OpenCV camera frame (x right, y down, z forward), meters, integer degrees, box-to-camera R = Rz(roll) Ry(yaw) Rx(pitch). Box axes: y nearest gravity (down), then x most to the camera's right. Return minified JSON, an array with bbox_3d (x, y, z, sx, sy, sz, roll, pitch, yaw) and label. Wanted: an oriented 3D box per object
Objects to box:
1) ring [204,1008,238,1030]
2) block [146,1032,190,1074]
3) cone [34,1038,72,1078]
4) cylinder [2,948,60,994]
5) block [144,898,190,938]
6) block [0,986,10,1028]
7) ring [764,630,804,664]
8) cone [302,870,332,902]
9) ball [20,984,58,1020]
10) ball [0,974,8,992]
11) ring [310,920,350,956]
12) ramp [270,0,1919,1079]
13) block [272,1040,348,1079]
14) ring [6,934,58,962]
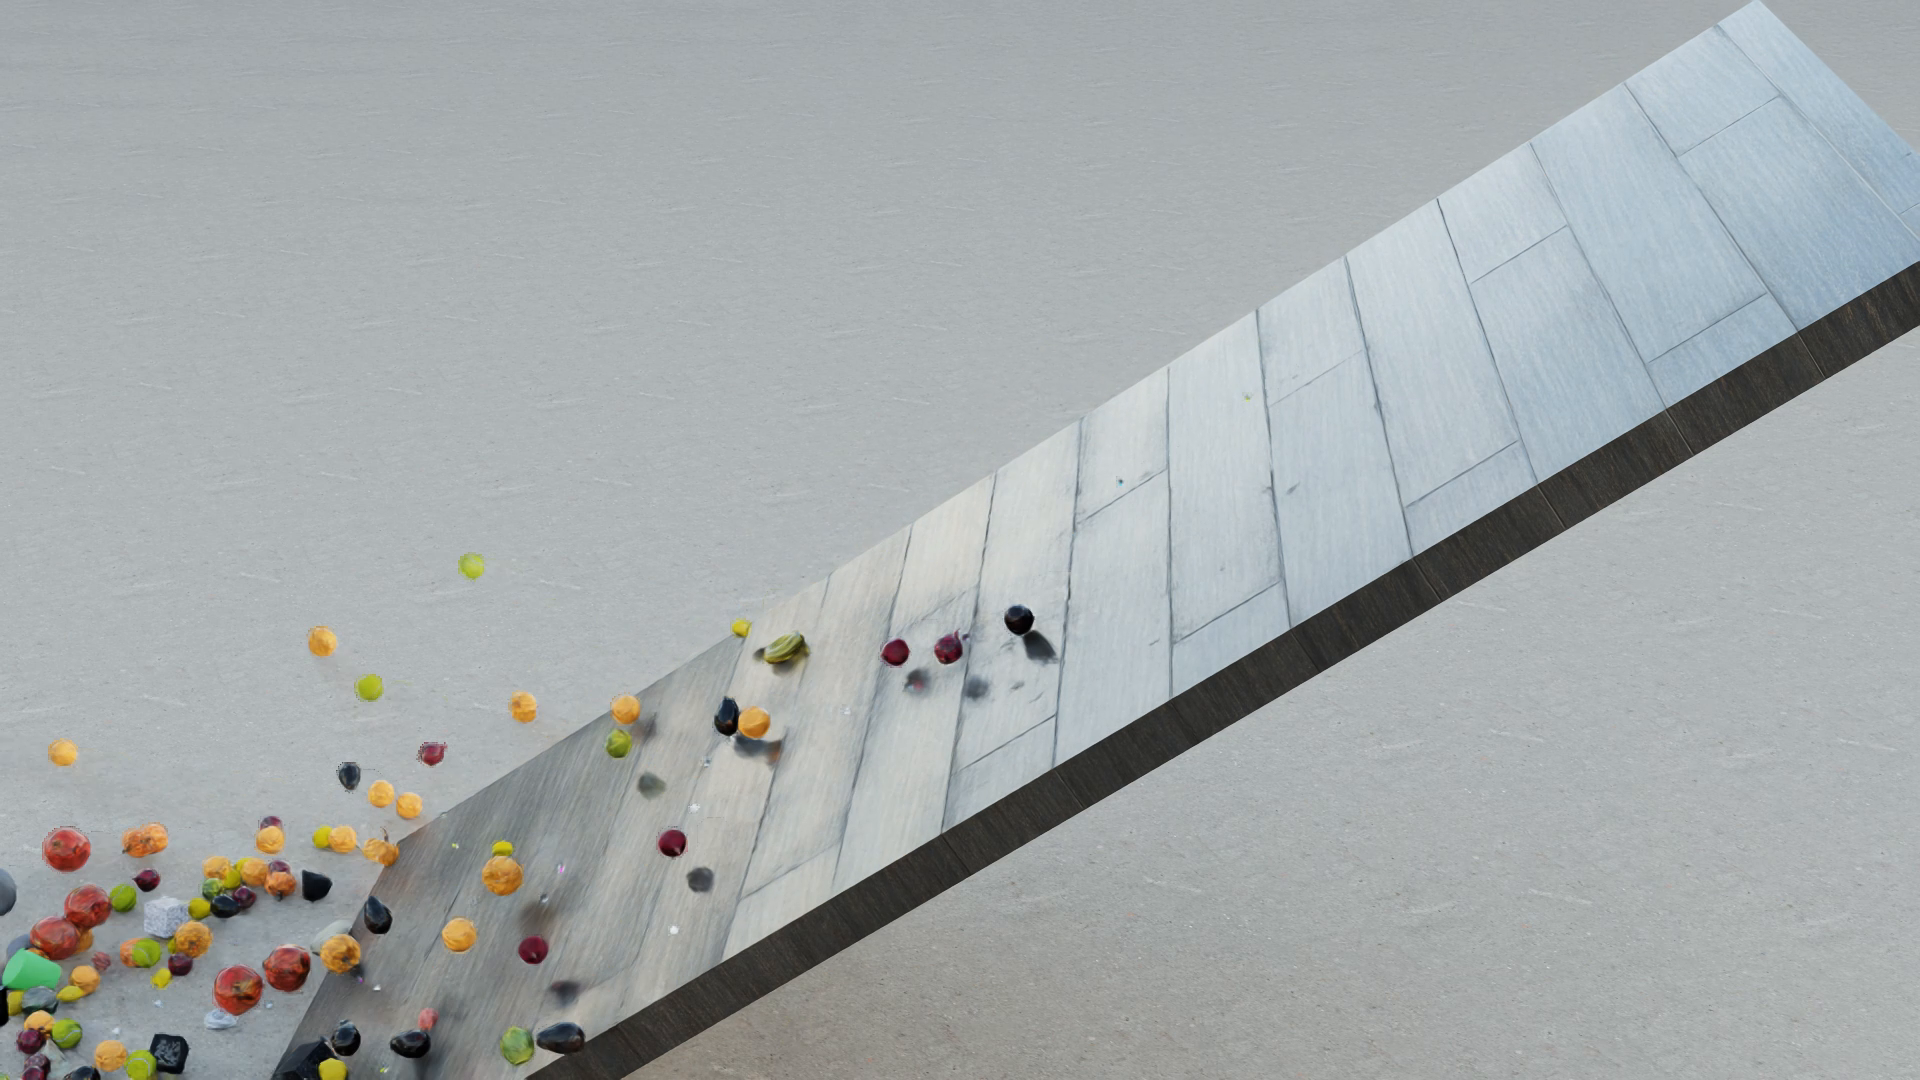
[{"bbox_3d":[-1.759,1.141,7.002,0.077,0.026,0.077,-1,22,0],"label":"ring"},{"bbox_3d":[-1.819,1.181,6.755,0.067,0.067,0.067,7,59,5],"label":"block"},{"bbox_3d":[-2.103,1.186,6.803,0.083,0.083,0.083,0,21,0],"label":"cone"},{"bbox_3d":[-2.235,1.048,7.081,0.098,0.098,0.098,35,3,-30],"label":"cylinder"},{"bbox_3d":[-1.996,0.949,7.400,0.077,0.077,0.077,8,8,32],"label":"block"},{"bbox_3d":[-2.327,1.114,6.978,0.092,0.092,0.092,7,22,18],"label":"block"},{"bbox_3d":[-0.419,0.255,6.989,0.109,0.036,0.109,-32,15,10],"label":"ring"},{"bbox_3d":[-1.668,0.870,7.547,0.081,0.081,0.081,-12,46,13],"label":"cone"},{"bbox_3d":[-2.195,1.104,7.014,0.085,0.085,0.085,0,21,0],"label":"ball"},{"bbox_3d":[-2.336,1.078,7.103,0.070,0.070,0.070,0,21,0],"label":"ball"},{"bbox_3d":[-1.552,0.980,7.249,0.112,0.037,0.112,-34,15,10],"label":"ring"},{"bbox_3d":[0.138,0.172,6.301,4.000,0.100,2.000,-32,16,14],"label":"ramp"},{"bbox_3d":[-1.390,1.143,6.300,0.093,0.093,0.093,-20,22,45],"label":"block"},{"bbox_3d":[-2.302,1.019,7.294,0.120,0.040,0.120,7,26,-3],"label":"ring"}]
